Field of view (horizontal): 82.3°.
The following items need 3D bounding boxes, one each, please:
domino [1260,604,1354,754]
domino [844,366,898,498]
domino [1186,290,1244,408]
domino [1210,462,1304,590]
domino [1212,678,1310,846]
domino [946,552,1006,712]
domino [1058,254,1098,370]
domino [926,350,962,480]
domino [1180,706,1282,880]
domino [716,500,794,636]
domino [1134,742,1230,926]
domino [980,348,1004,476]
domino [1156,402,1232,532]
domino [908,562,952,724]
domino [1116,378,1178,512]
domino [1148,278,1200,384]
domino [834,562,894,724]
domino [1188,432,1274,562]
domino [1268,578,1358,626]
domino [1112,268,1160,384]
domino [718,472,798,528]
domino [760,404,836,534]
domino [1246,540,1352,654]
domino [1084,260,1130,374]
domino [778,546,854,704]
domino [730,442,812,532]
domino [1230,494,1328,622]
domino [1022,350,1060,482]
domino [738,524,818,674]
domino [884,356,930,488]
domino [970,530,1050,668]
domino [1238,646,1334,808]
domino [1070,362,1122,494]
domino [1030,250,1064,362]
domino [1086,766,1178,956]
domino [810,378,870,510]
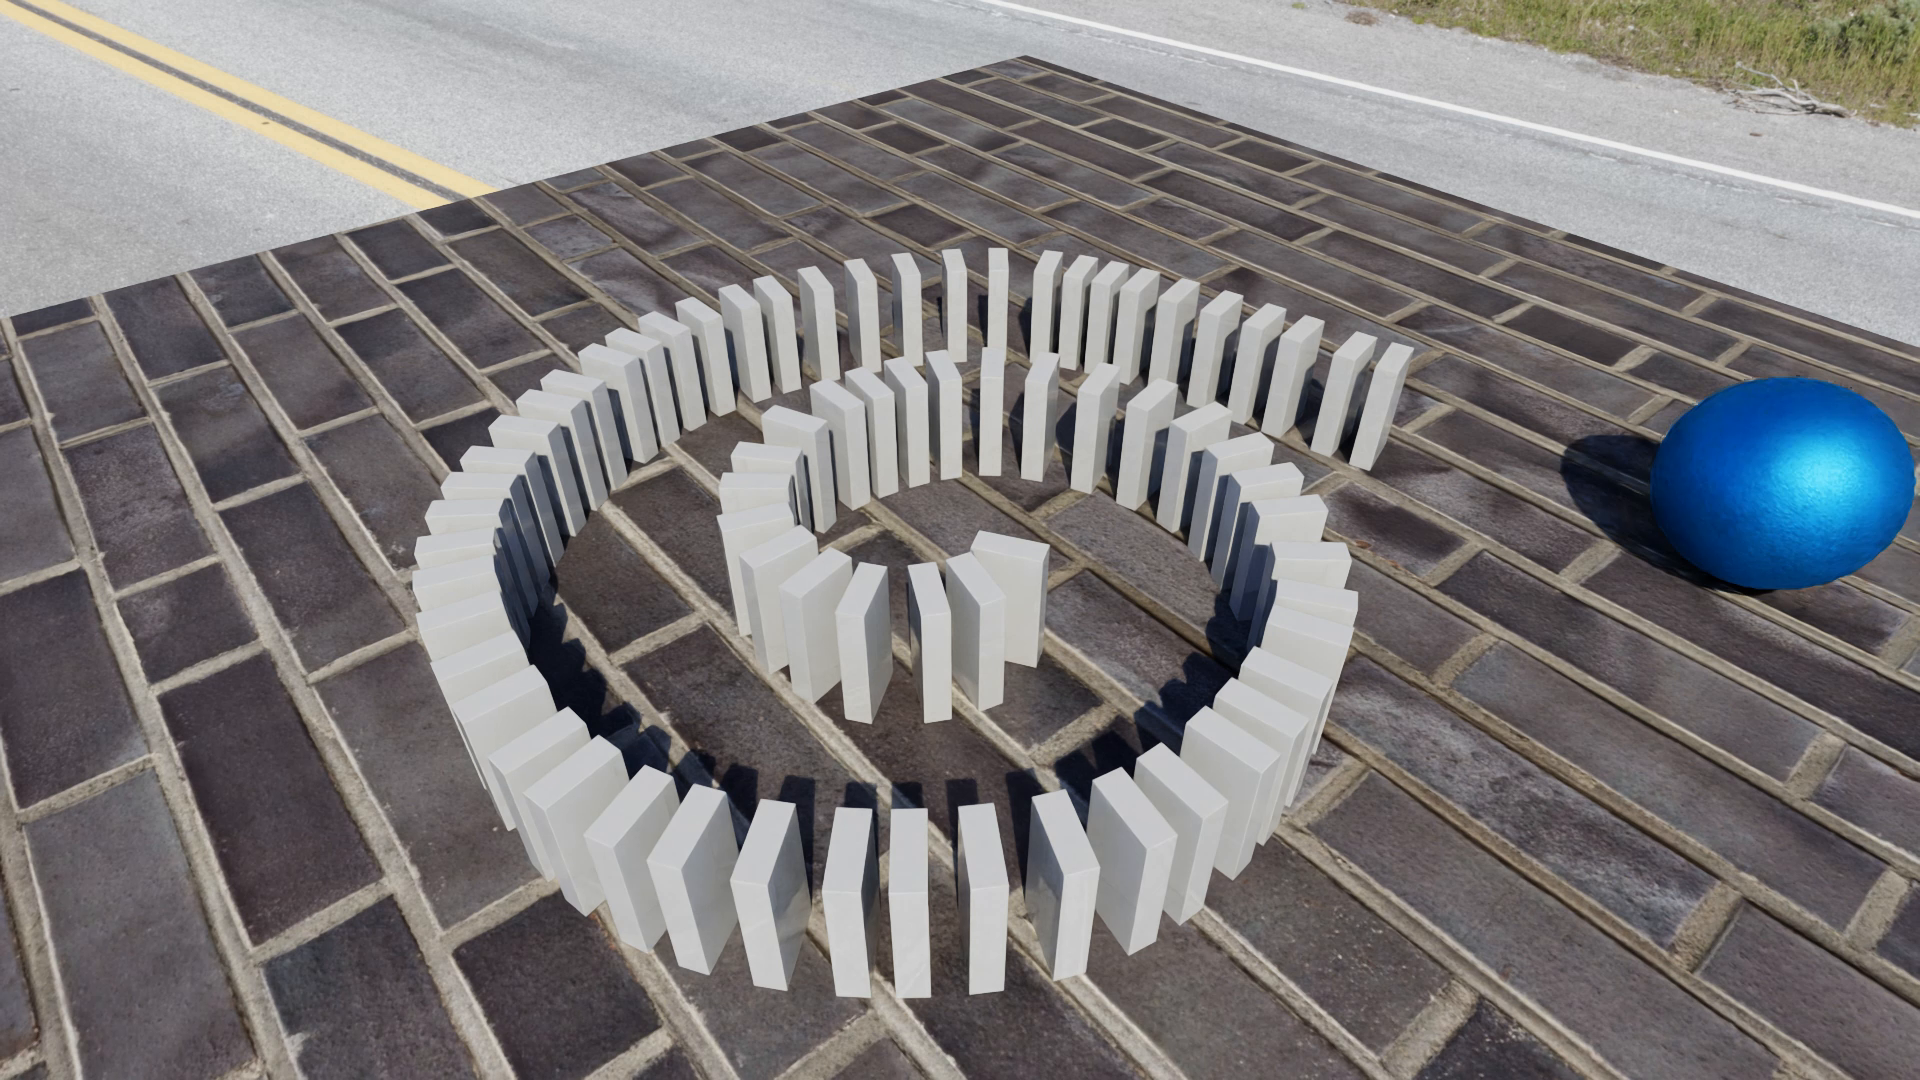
[{"bbox_3d":[0.108,0.046,0.356,0.025,0.050,0.009,17,42,20],"label":"domino"},{"bbox_3d":[-0.037,-0.045,0.467,0.010,0.050,0.025,-22,44,-24],"label":"domino"},{"bbox_3d":[0.120,-0.090,0.521,0.010,0.050,0.025,25,46,27],"label":"domino"},{"bbox_3d":[0.112,-0.005,0.417,0.025,0.050,0.009,-10,40,-12],"label":"domino"},{"bbox_3d":[0.086,0.067,0.330,0.025,0.050,0.009,28,47,30],"label":"domino"},{"bbox_3d":[0.005,0.032,0.373,0.009,0.050,0.025,-18,43,-20],"label":"domino"},{"bbox_3d":[0.059,-0.113,0.550,0.009,0.050,0.025,15,42,18],"label":"domino"},{"bbox_3d":[-0.007,-0.054,0.477,0.009,0.050,0.025,-10,40,-12],"label":"domino"},{"bbox_3d":[0.076,0.074,0.321,0.010,0.050,0.025,-32,49,-33],"label":"domino"},{"bbox_3d":[-0.071,0.011,0.398,0.025,0.050,0.009,-13,41,-16],"label":"domino"},{"bbox_3d":[0.059,0.083,0.310,0.009,0.050,0.025,-25,46,-28],"label":"domino"},{"bbox_3d":[0.014,-0.056,0.479,0.009,0.050,0.025,2,39,2],"label":"domino"},{"bbox_3d":[0.095,-0.029,0.447,0.025,0.050,0.010,-25,45,-27],"label":"domino"},{"bbox_3d":[-0.010,0.035,0.369,0.010,0.050,0.025,-8,40,-9],"label":"domino"},{"bbox_3d":[0.078,-0.040,0.460,0.009,0.050,0.025,26,46,28],"label":"domino"},{"bbox_3d":[0.103,-0.098,0.531,0.009,0.050,0.025,23,45,26],"label":"domino"},{"bbox_3d":[-0.032,0.035,0.369,0.009,0.050,0.025,9,40,11],"label":"domino"},{"bbox_3d":[0.106,-0.016,0.432,0.025,0.050,0.010,-15,42,-17],"label":"domino"},{"bbox_3d":[0.114,0.036,0.367,0.025,0.050,0.009,11,41,13],"label":"domino"},{"bbox_3d":[0.086,-0.104,0.539,0.009,0.050,0.025,21,44,24],"label":"domino"},{"bbox_3d":[-0.074,-0.002,0.414,0.025,0.050,0.009,0,39,0],"label":"domino"},{"bbox_3d":[-0.065,-0.028,0.446,0.025,0.050,0.009,18,43,21],"label":"domino"},{"bbox_3d":[0.117,0.023,0.384,0.025,0.050,0.009,1,39,2],"label":"domino"},{"bbox_3d":[0.072,-0.109,0.545,0.009,0.050,0.025,19,43,21],"label":"domino"},{"bbox_3d":[-0.047,0.030,0.375,0.010,0.050,0.025,25,46,28],"label":"domino"},{"bbox_3d":[-0.072,-0.014,0.428,0.025,0.050,0.010,7,40,8],"label":"domino"},{"bbox_3d":[0.116,0.007,0.403,0.025,0.050,0.010,-5,40,-6],"label":"domino"},{"bbox_3d":[0.035,-0.053,0.476,0.009,0.050,0.025,10,40,12],"label":"domino"},{"bbox_3d":[-0.061,0.021,0.385,0.025,0.050,0.009,-28,47,-30],"label":"domino"},{"bbox_3d":[-0.023,-0.050,0.473,0.010,0.050,0.025,-16,42,-19],"label":"domino"},{"bbox_3d":[0.017,0.021,0.386,0.025,0.050,0.009,12,41,14],"label":"domino"},{"bbox_3d":[0.097,0.058,0.340,0.025,0.050,0.009,24,45,26],"label":"domino"},{"bbox_3d":[0.058,-0.048,0.469,0.010,0.050,0.025,17,42,20],"label":"domino"},{"bbox_3d":[0.043,-0.117,0.554,0.009,0.050,0.025,10,40,12],"label":"domino"},{"bbox_3d":[0.045,0.089,0.303,0.009,0.050,0.025,-19,43,-22],"label":"domino"},{"bbox_3d":[-0.050,-0.040,0.460,0.009,0.050,0.025,-28,47,-30],"label":"domino"}]
